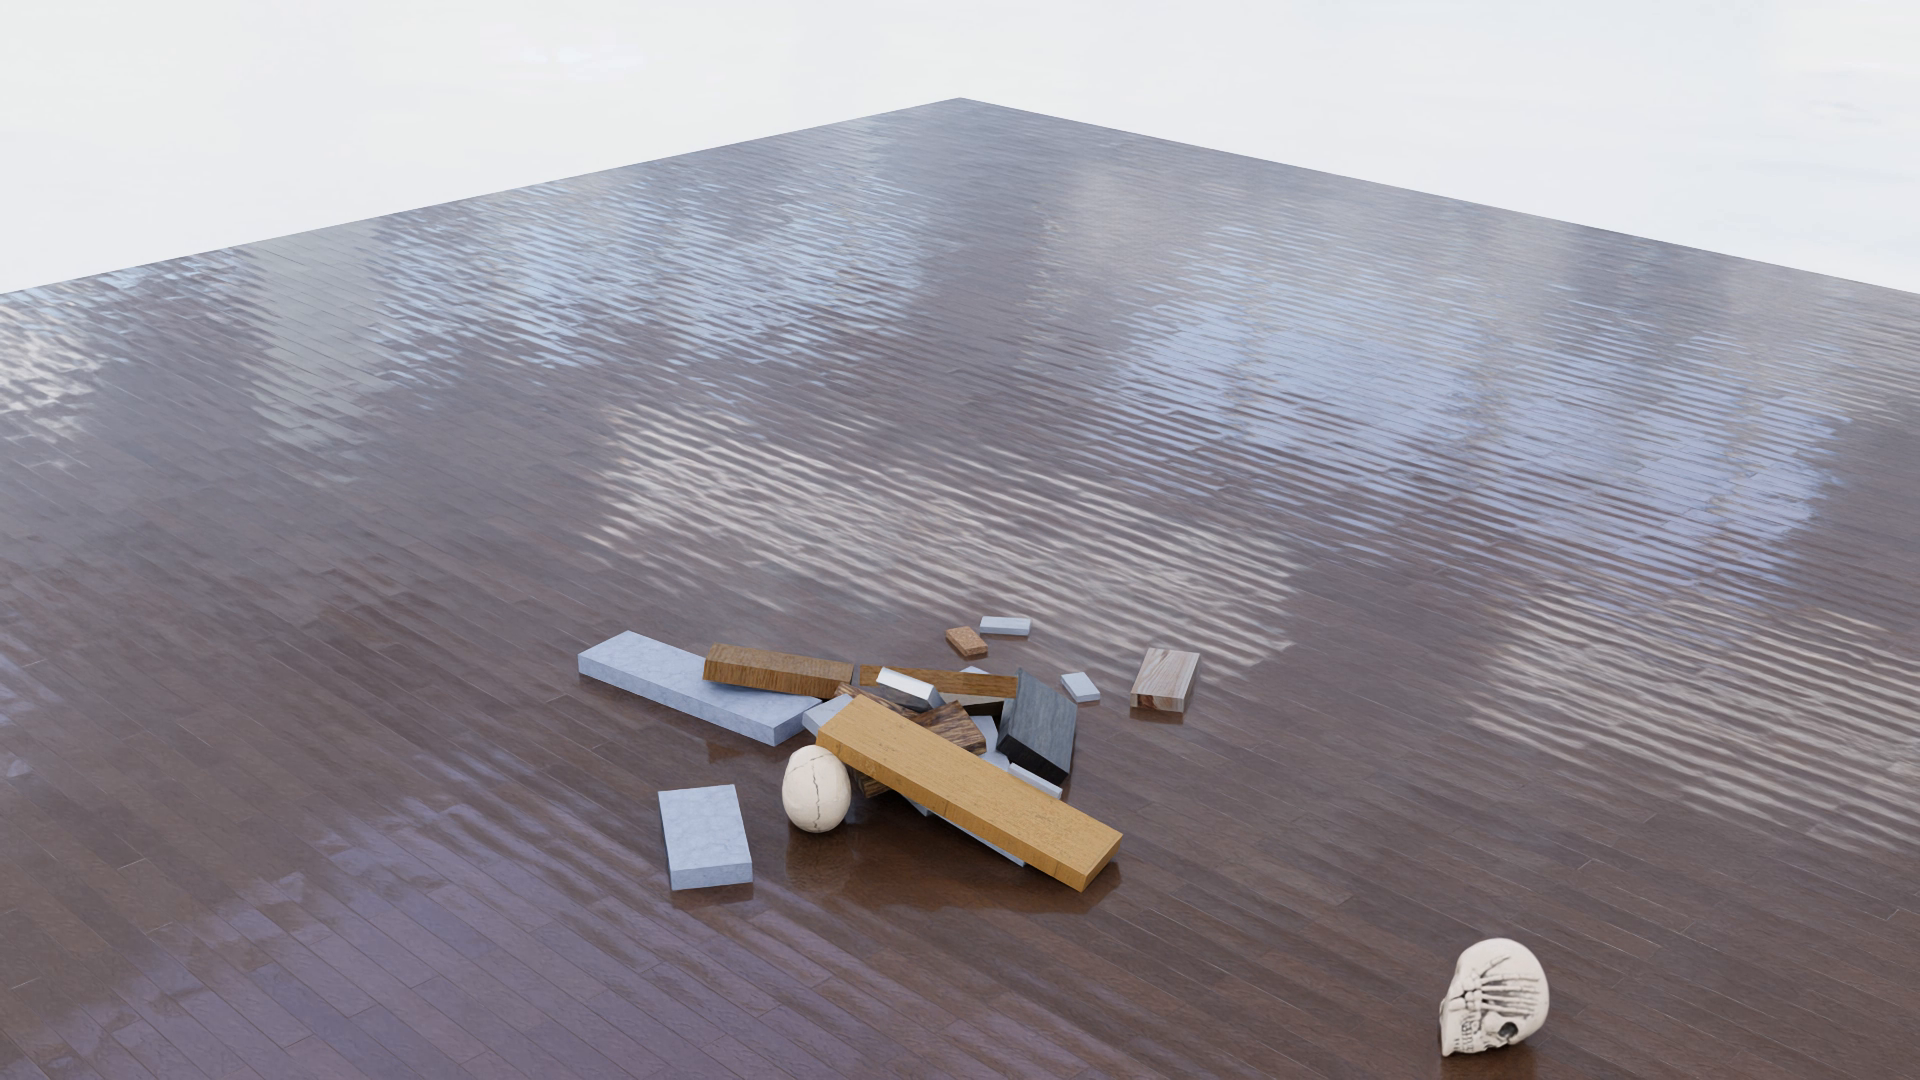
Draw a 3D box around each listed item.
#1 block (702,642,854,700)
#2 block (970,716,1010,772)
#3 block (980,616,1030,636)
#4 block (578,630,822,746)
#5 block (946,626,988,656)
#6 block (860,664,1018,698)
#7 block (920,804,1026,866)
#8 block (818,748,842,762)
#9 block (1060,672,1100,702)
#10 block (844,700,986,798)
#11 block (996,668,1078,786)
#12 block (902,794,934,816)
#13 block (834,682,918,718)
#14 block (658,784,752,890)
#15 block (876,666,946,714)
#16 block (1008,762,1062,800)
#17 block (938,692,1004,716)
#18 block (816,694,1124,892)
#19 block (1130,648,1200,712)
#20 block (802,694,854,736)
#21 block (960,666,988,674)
[{"bbox_3d":[-0.403,0.294,4.907,0.321,0.046,0.161,9,11,-1],"label":"block"},{"bbox_3d":[0.030,0.464,4.519,0.135,0.038,0.270,1,35,-17],"label":"block"},{"bbox_3d":[0.109,0.205,5.256,0.116,0.016,0.058,3,23,7],"label":"block"},{"bbox_3d":[-0.588,0.327,4.931,0.596,0.046,0.161,16,28,34],"label":"block"},{"bbox_3d":[0.015,0.237,5.180,0.058,0.016,0.116,-9,25,-21],"label":"block"},{"bbox_3d":[-0.048,0.303,4.714,0.161,0.046,0.321,9,-6,-44],"label":"block"},{"bbox_3d":[0.053,0.533,4.356,0.270,0.038,0.135,29,37,22],"label":"block"},{"bbox_3d":[-0.251,0.449,4.685,0.099,0.014,0.050,21,31,40],"label":"block"},{"bbox_3d":[0.271,0.332,4.959,0.055,0.016,0.110,-7,24,-15],"label":"block"},{"bbox_3d":[-0.097,0.426,4.493,0.270,0.038,0.135,-19,40,-17],"label":"block"},{"bbox_3d":[0.165,0.396,4.671,0.154,0.044,0.309,34,22,-8],"label":"block"},{"bbox_3d":[-0.101,0.467,4.536,0.120,0.034,0.240,-20,45,-39],"label":"block"},{"bbox_3d":[-0.148,0.380,4.724,0.240,0.120,0.034,19,72,37],"label":"block"},{"bbox_3d":[-0.504,0.582,4.332,0.154,0.044,0.309,-5,23,-11],"label":"block"},{"bbox_3d":[-0.086,0.346,4.647,0.118,0.271,0.034,19,73,19],"label":"block"},{"bbox_3d":[0.144,0.493,4.357,0.116,0.058,0.016,26,36,20],"label":"block"},{"bbox_3d":[-0.010,0.355,4.857,0.237,0.034,0.118,-6,23,-3],"label":"block"},{"bbox_3d":[0.014,0.492,4.330,0.617,0.044,0.154,26,36,20],"label":"block"},{"bbox_3d":[0.465,0.315,4.975,0.118,0.034,0.237,6,24,13],"label":"block"},{"bbox_3d":[-0.208,0.424,4.625,0.120,0.034,0.240,-22,49,-40],"label":"block"},{"bbox_3d":[0.009,0.319,4.990,0.055,0.016,0.110,20,30,39],"label":"block"}]
